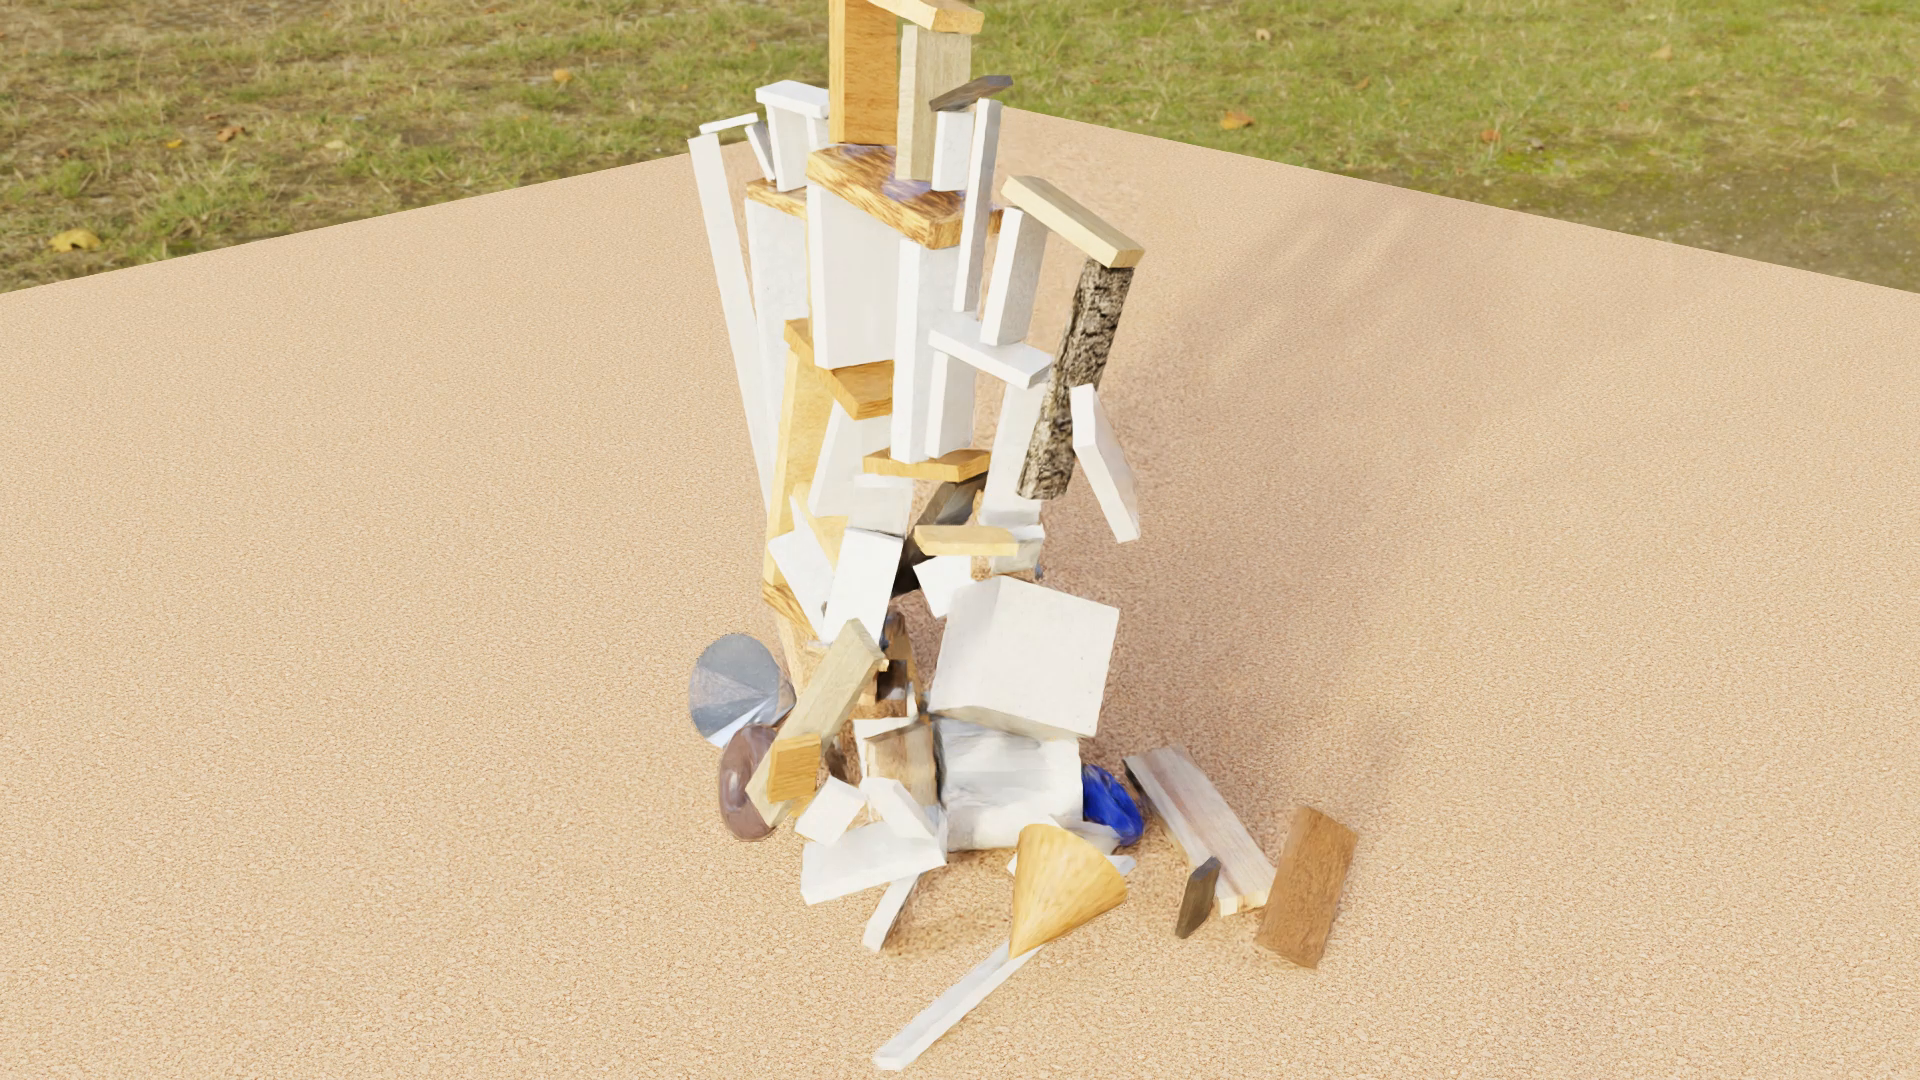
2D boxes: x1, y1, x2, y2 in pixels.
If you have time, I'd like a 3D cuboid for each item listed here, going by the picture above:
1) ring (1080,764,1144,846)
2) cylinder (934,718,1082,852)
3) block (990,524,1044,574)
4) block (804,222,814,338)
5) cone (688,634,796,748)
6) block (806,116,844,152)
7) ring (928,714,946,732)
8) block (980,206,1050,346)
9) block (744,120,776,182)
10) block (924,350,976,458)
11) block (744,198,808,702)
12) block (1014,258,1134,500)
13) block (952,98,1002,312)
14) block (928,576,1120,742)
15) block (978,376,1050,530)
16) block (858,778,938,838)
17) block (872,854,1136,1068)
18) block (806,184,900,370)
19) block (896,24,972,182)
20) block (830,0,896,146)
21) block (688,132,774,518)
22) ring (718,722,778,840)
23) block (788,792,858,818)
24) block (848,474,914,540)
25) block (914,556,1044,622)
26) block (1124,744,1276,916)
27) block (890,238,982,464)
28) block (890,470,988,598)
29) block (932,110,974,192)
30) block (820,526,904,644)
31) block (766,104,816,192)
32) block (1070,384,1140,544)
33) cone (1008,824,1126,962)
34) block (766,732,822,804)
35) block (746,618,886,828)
[{"bbox_3d":[0.292,0.523,4.337,0.061,0.184,0.184,-39,19,13],"label":"ring"},{"bbox_3d":[0.090,0.473,4.315,0.259,0.259,0.259,-3,23,-6],"label":"cylinder"},{"bbox_3d":[0.102,0.017,3.968,0.082,0.023,0.165,-8,-19,-8],"label":"block"},{"bbox_3d":[-0.241,-0.512,4.284,0.113,0.226,0.032,-12,21,-30],"label":"block"},{"bbox_3d":[-0.419,0.340,4.816,0.248,0.248,0.248,16,1,33],"label":"cone"},{"bbox_3d":[-0.243,-0.735,4.201,0.085,0.170,0.024,-24,26,-38],"label":"block"},{"bbox_3d":[-0.071,0.393,4.750,0.206,0.069,0.206,1,23,0],"label":"ring"},{"bbox_3d":[0.099,-0.470,3.888,0.034,0.241,0.121,19,19,24],"label":"block"},{"bbox_3d":[-0.382,-0.765,4.320,0.016,0.113,0.056,-18,14,26],"label":"block"},{"bbox_3d":[-0.016,-0.263,4.019,0.029,0.208,0.104,22,32,26],"label":"block"},{"bbox_3d":[-0.337,-0.159,4.624,0.113,1.176,0.032,-19,30,-29],"label":"block"},{"bbox_3d":[0.201,-0.279,3.853,0.034,0.430,0.121,25,16,29],"label":"block"},{"bbox_3d":[0.031,-0.589,3.877,0.020,0.370,0.070,11,12,20],"label":"block"},{"bbox_3d":[0.115,0.225,4.081,0.240,0.240,0.240,16,-13,-19],"label":"block"},{"bbox_3d":[0.110,-0.139,4.007,0.104,0.348,0.029,0,33,-17],"label":"block"},{"bbox_3d":[-0.103,0.448,3.667,0.072,0.144,0.020,-3,47,36],"label":"block"},{"bbox_3d":[0.086,0.722,3.804,0.602,0.021,0.075,-35,11,-34],"label":"block"},{"bbox_3d":[-0.198,-0.513,4.210,0.174,0.347,0.049,-12,19,-32],"label":"block"},{"bbox_3d":[-0.048,-0.790,3.997,0.136,0.273,0.039,-5,11,-44],"label":"block"},{"bbox_3d":[-0.180,-0.876,4.098,0.039,0.273,0.136,7,10,43],"label":"block"},{"bbox_3d":[-0.409,-0.218,4.600,0.056,1.321,0.016,-24,33,-24],"label":"block"},{"bbox_3d":[-0.395,0.462,4.217,0.075,0.226,0.226,8,17,-30],"label":"ring"},{"bbox_3d":[-0.235,0.460,3.755,0.072,0.020,0.144,28,-27,-19],"label":"block"},{"bbox_3d":[-0.157,-0.047,4.263,0.112,0.223,0.032,-1,54,-9],"label":"block"},{"bbox_3d":[0.036,0.062,4.305,0.228,0.114,0.032,-23,-17,-2],"label":"block"},{"bbox_3d":[0.473,0.562,4.332,0.129,0.037,0.563,-12,25,-10],"label":"block"},{"bbox_3d":[-0.043,-0.362,4.091,0.049,0.418,0.174,21,28,38],"label":"block"},{"bbox_3d":[-0.050,-0.014,4.306,0.112,0.378,0.032,-20,65,-39],"label":"block"},{"bbox_3d":[-0.013,-0.700,3.954,0.070,0.139,0.020,-12,25,-41],"label":"block"},{"bbox_3d":[-0.192,0.095,4.272,0.114,0.228,0.032,13,16,-4],"label":"block"},{"bbox_3d":[-0.324,-0.770,4.267,0.085,0.170,0.024,-21,24,-34],"label":"block"},{"bbox_3d":[0.240,-0.125,3.634,0.037,0.258,0.129,-12,50,15],"label":"block"},{"bbox_3d":[0.134,0.619,3.647,0.210,0.210,0.210,15,52,32],"label":"cone"},{"bbox_3d":[-0.269,0.369,3.555,0.075,0.149,0.021,-11,53,-19],"label":"block"},{"bbox_3d":[-0.241,0.303,3.584,0.023,0.452,0.082,-13,57,-41],"label":"block"}]
